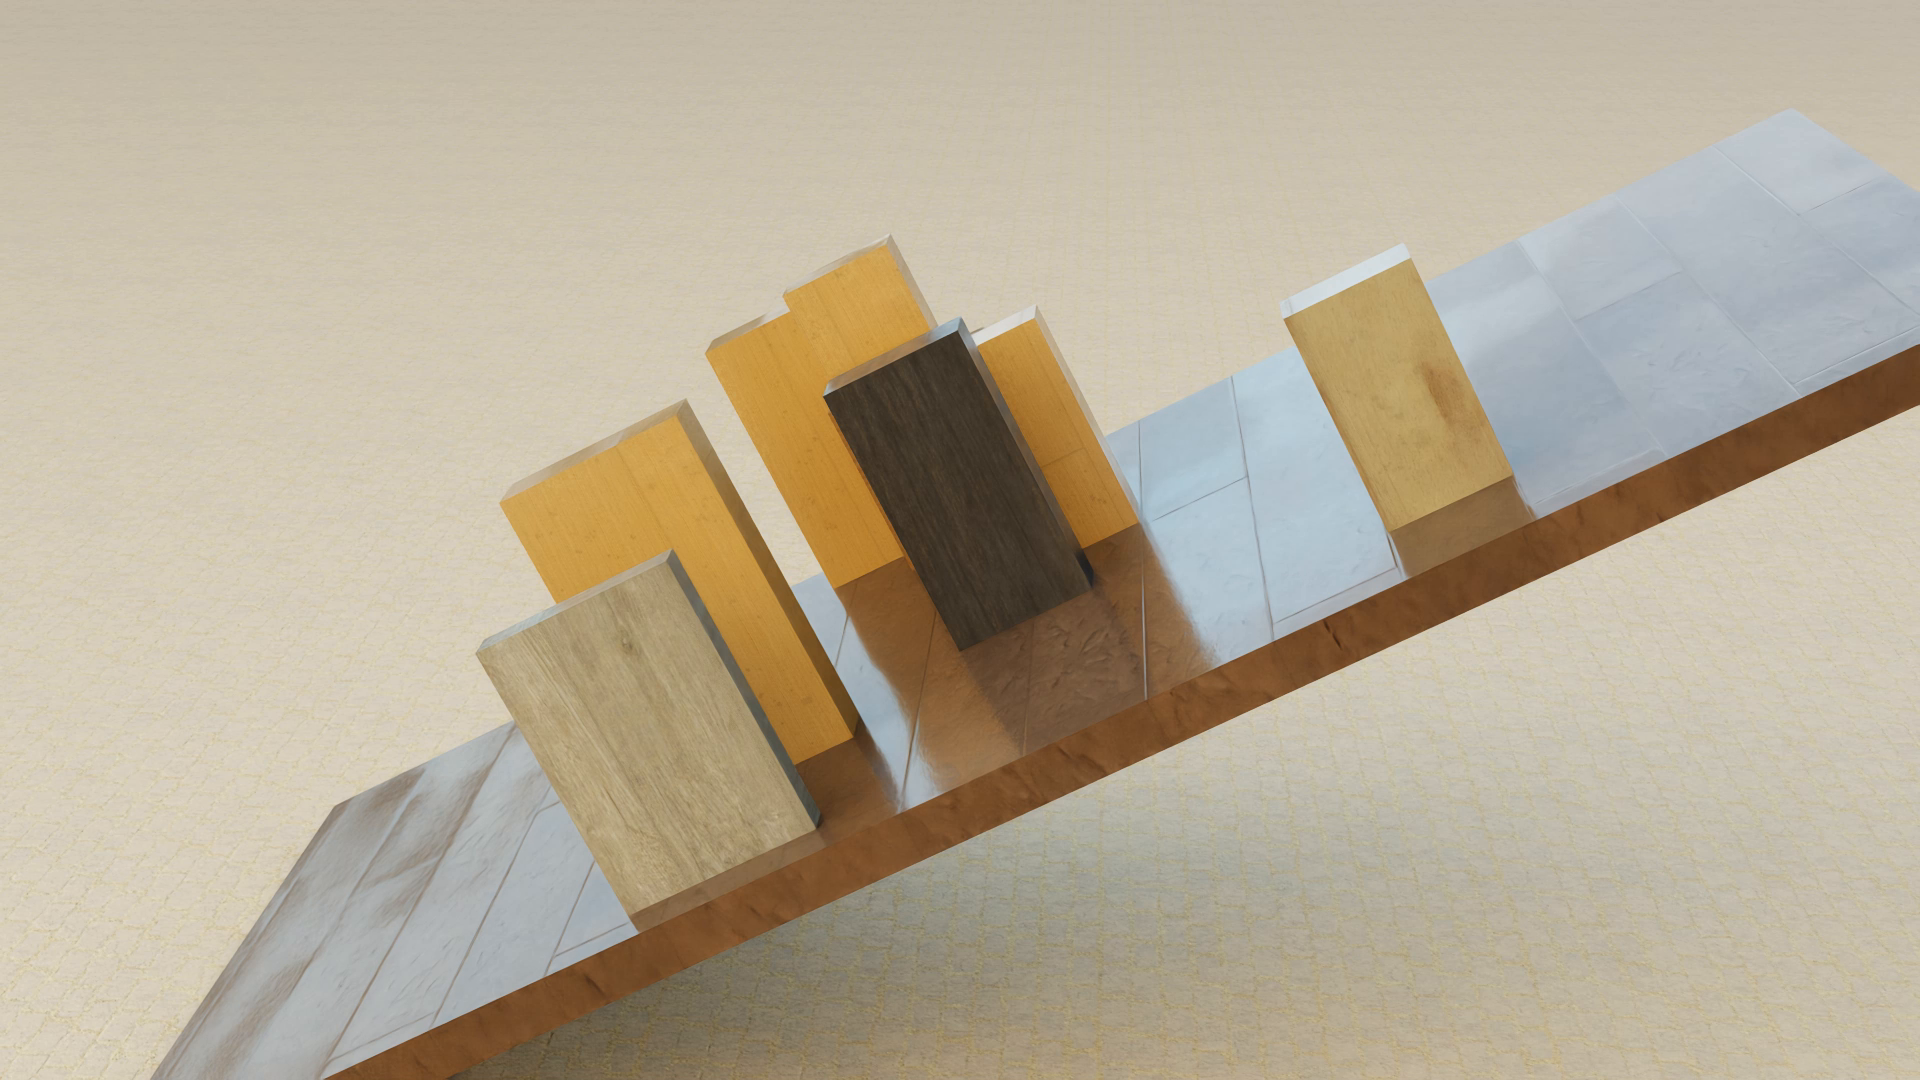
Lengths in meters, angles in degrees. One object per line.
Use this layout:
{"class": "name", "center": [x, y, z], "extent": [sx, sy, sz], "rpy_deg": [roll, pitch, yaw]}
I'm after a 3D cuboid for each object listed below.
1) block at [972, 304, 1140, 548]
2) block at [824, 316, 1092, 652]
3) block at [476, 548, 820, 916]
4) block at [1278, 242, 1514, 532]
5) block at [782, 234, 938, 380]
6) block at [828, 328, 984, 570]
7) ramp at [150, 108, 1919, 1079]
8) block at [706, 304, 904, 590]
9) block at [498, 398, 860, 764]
{"class": "block", "center": [0.118, -0.200, 6.382], "extent": [0.354, 0.503, 0.141], "rpy_deg": [-26, 14, 10]}
{"class": "block", "center": [0.001, -0.115, 6.072], "extent": [0.307, 0.609, 0.138], "rpy_deg": [-26, 14, 10]}
{"class": "block", "center": [-0.580, 0.363, 5.506], "extent": [0.405, 0.585, 0.081], "rpy_deg": [-26, 14, 10]}
{"class": "block", "center": [0.808, -0.282, 5.453], "extent": [0.254, 0.453, 0.144], "rpy_deg": [-26, 14, 10]}
{"class": "block", "center": [-0.089, -0.260, 6.420], "extent": [0.251, 0.777, 0.127], "rpy_deg": [-26, 14, 10]}
{"class": "block", "center": [-0.030, -0.213, 6.880], "extent": [0.396, 0.425, 0.131], "rpy_deg": [-26, 14, 10]}
{"class": "ramp", "center": [0.139, 0.168, 6.281], "extent": [4.000, 0.100, 2.000], "rpy_deg": [-26, 14, 10]}
{"class": "block", "center": [-0.343, -0.233, 7.079], "extent": [0.245, 0.652, 0.145], "rpy_deg": [-26, 14, 10]}
{"class": "block", "center": [-0.559, 0.142, 5.932], "extent": [0.402, 0.746, 0.141], "rpy_deg": [-26, 14, 10]}
